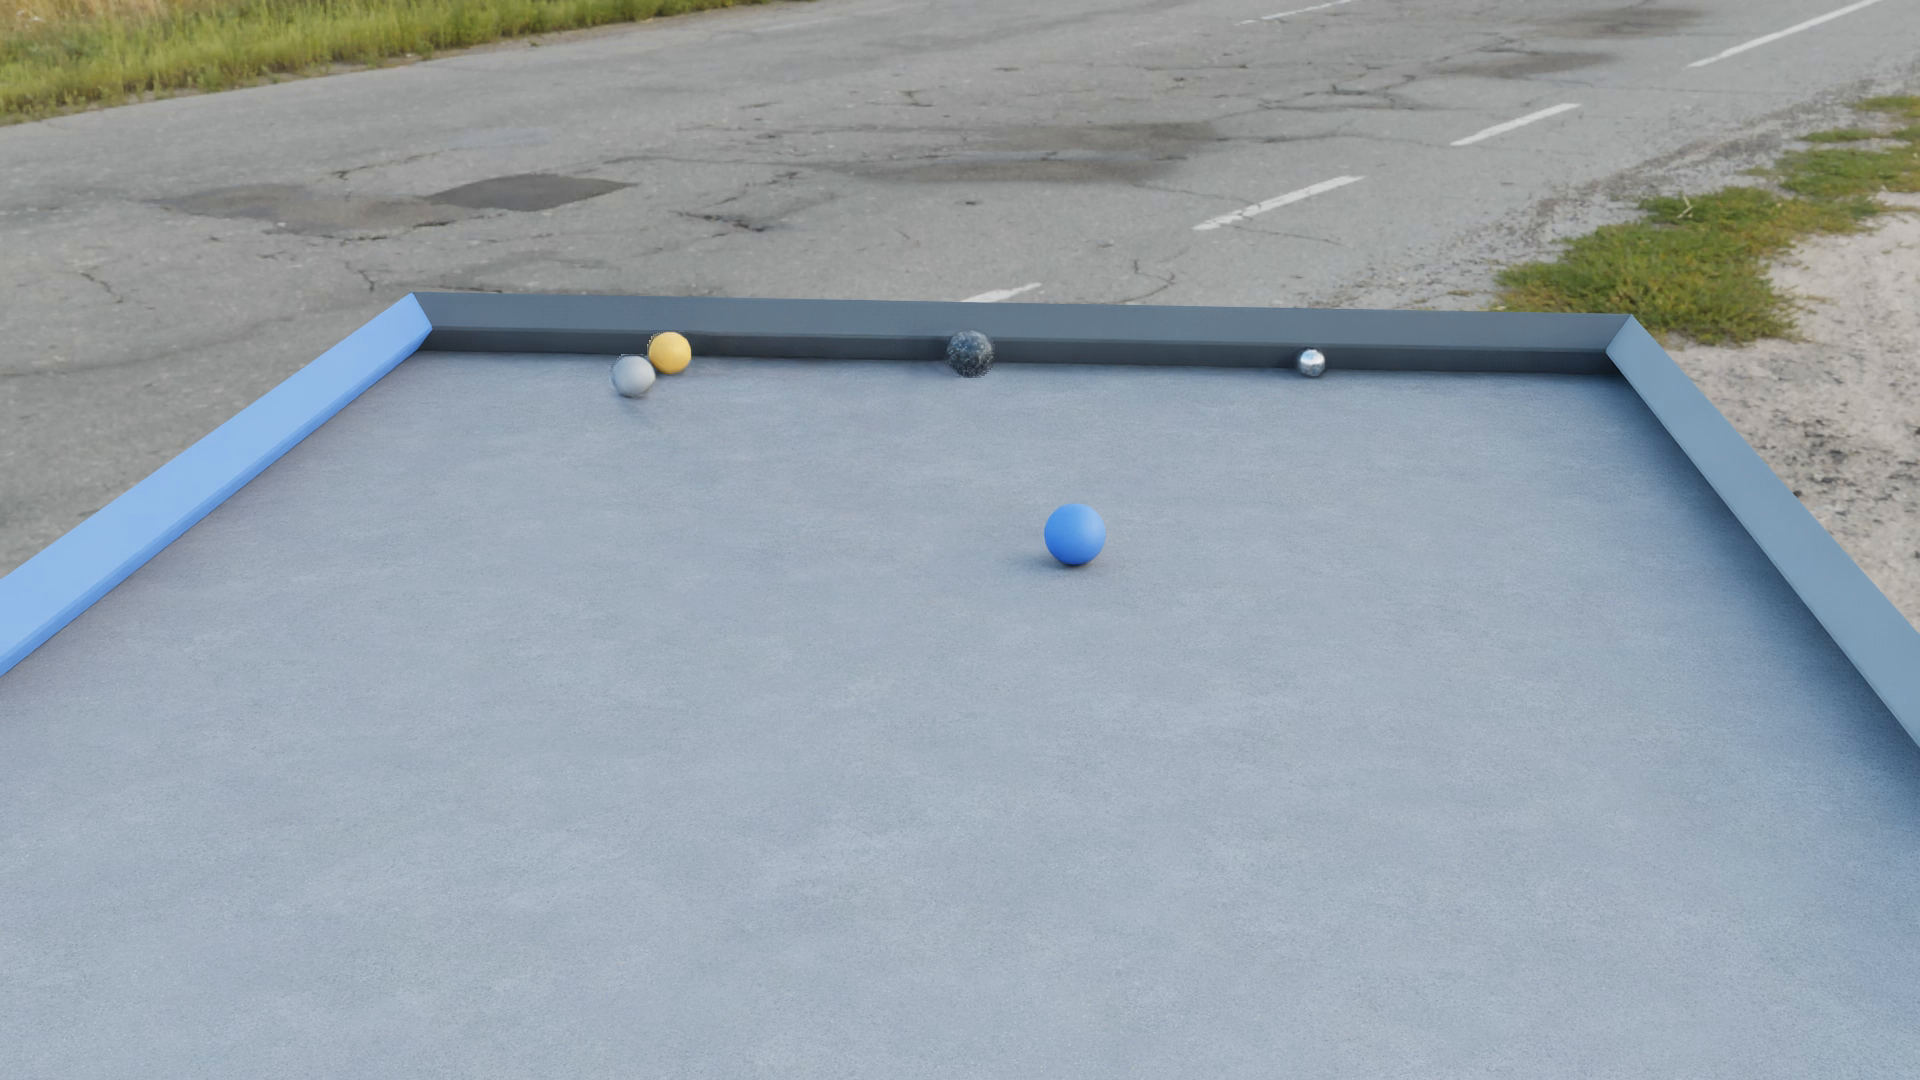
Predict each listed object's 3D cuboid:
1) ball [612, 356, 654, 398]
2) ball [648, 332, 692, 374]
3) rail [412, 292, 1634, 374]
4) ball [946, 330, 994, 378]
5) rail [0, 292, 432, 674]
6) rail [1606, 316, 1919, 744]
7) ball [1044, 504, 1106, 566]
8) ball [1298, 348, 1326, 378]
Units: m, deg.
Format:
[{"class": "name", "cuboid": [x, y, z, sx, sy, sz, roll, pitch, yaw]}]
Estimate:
[{"class": "ball", "cuboid": [-0.501, -0.250, 3.367, 0.065, 0.065, 0.065, 0, 19, 0]}, {"class": "ball", "cuboid": [-0.462, -0.298, 3.501, 0.067, 0.067, 0.067, 0, 19, 0]}, {"class": "rail", "cuboid": [0.077, -0.329, 3.543, 1.974, 0.097, 0.045, 2, 19, 4]}, {"class": "ball", "cuboid": [0.016, -0.295, 3.481, 0.074, 0.074, 0.074, 0, 19, 0]}, {"class": "rail", "cuboid": [-1.039, 0.279, 1.790, 0.045, 0.097, 3.926, 2, 19, 4]}, {"class": "rail", "cuboid": [0.881, 0.330, 1.643, 0.045, 0.097, 3.926, 2, 19, 4]}, {"class": "ball", "cuboid": [0.139, -0.007, 2.652, 0.075, 0.075, 0.075, 0, 19, 0]}, {"class": "ball", "cuboid": [0.557, -0.281, 3.485, 0.046, 0.046, 0.046, 0, 19, 0]}]
